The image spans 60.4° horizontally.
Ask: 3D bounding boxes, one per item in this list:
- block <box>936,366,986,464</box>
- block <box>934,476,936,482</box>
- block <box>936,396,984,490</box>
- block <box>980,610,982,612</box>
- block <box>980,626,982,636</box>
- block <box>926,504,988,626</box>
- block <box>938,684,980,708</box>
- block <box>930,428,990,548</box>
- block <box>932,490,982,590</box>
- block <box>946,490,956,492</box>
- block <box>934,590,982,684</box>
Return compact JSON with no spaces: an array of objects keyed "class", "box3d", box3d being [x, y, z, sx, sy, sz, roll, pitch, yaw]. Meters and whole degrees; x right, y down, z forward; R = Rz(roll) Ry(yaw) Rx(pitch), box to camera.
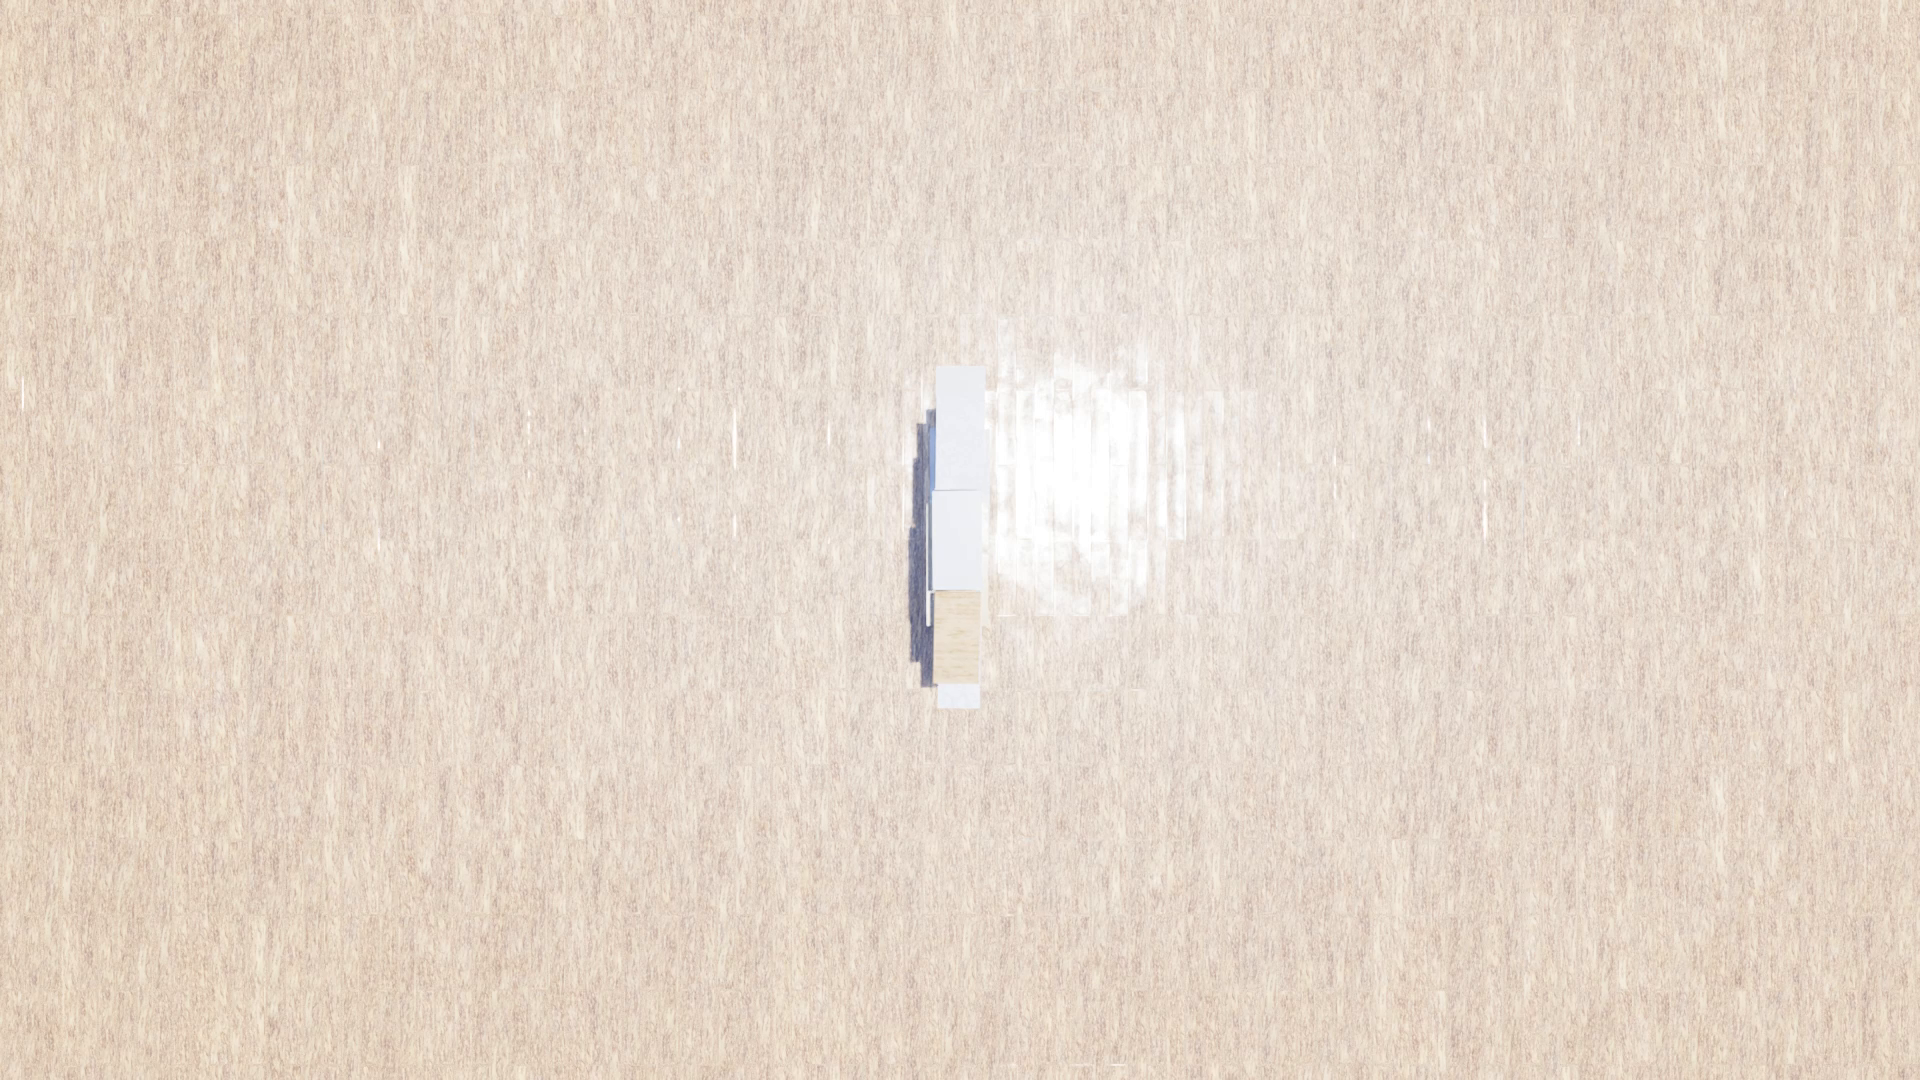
[{"class":"block","box3d":[0.002,-0.320,4.221,0.124,0.035,0.247,0,90,0]},{"class":"block","box3d":[-0.007,-0.163,4.176,0.112,0.398,0.032,2,92,-1]},{"class":"block","box3d":[-0.001,-0.230,3.962,0.112,0.032,0.224,1,90,-1]},{"class":"block","box3d":[-0.005,0.157,4.023,0.108,0.217,0.031,0,90,0]},{"class":"block","box3d":[0.000,0.145,4.599,0.120,0.034,0.240,0,90,0]},{"class":"block","box3d":[-0.007,0.062,4.156,0.153,0.043,0.307,0,89,0]},{"class":"block","box3d":[-0.002,0.330,4.343,0.111,0.031,0.222,1,91,0]},{"class":"block","box3d":[-0.001,-0.142,4.509,0.162,0.046,0.325,0,90,0]},{"class":"block","box3d":[-0.006,0.001,3.887,0.116,0.033,0.231,0,89,0]},{"class":"block","box3d":[-0.012,-0.159,4.383,0.048,0.014,0.095,-2,90,-1]},{"class":"block","box3d":[-0.007,0.230,3.900,0.108,0.031,0.217,1,91,0]}]
